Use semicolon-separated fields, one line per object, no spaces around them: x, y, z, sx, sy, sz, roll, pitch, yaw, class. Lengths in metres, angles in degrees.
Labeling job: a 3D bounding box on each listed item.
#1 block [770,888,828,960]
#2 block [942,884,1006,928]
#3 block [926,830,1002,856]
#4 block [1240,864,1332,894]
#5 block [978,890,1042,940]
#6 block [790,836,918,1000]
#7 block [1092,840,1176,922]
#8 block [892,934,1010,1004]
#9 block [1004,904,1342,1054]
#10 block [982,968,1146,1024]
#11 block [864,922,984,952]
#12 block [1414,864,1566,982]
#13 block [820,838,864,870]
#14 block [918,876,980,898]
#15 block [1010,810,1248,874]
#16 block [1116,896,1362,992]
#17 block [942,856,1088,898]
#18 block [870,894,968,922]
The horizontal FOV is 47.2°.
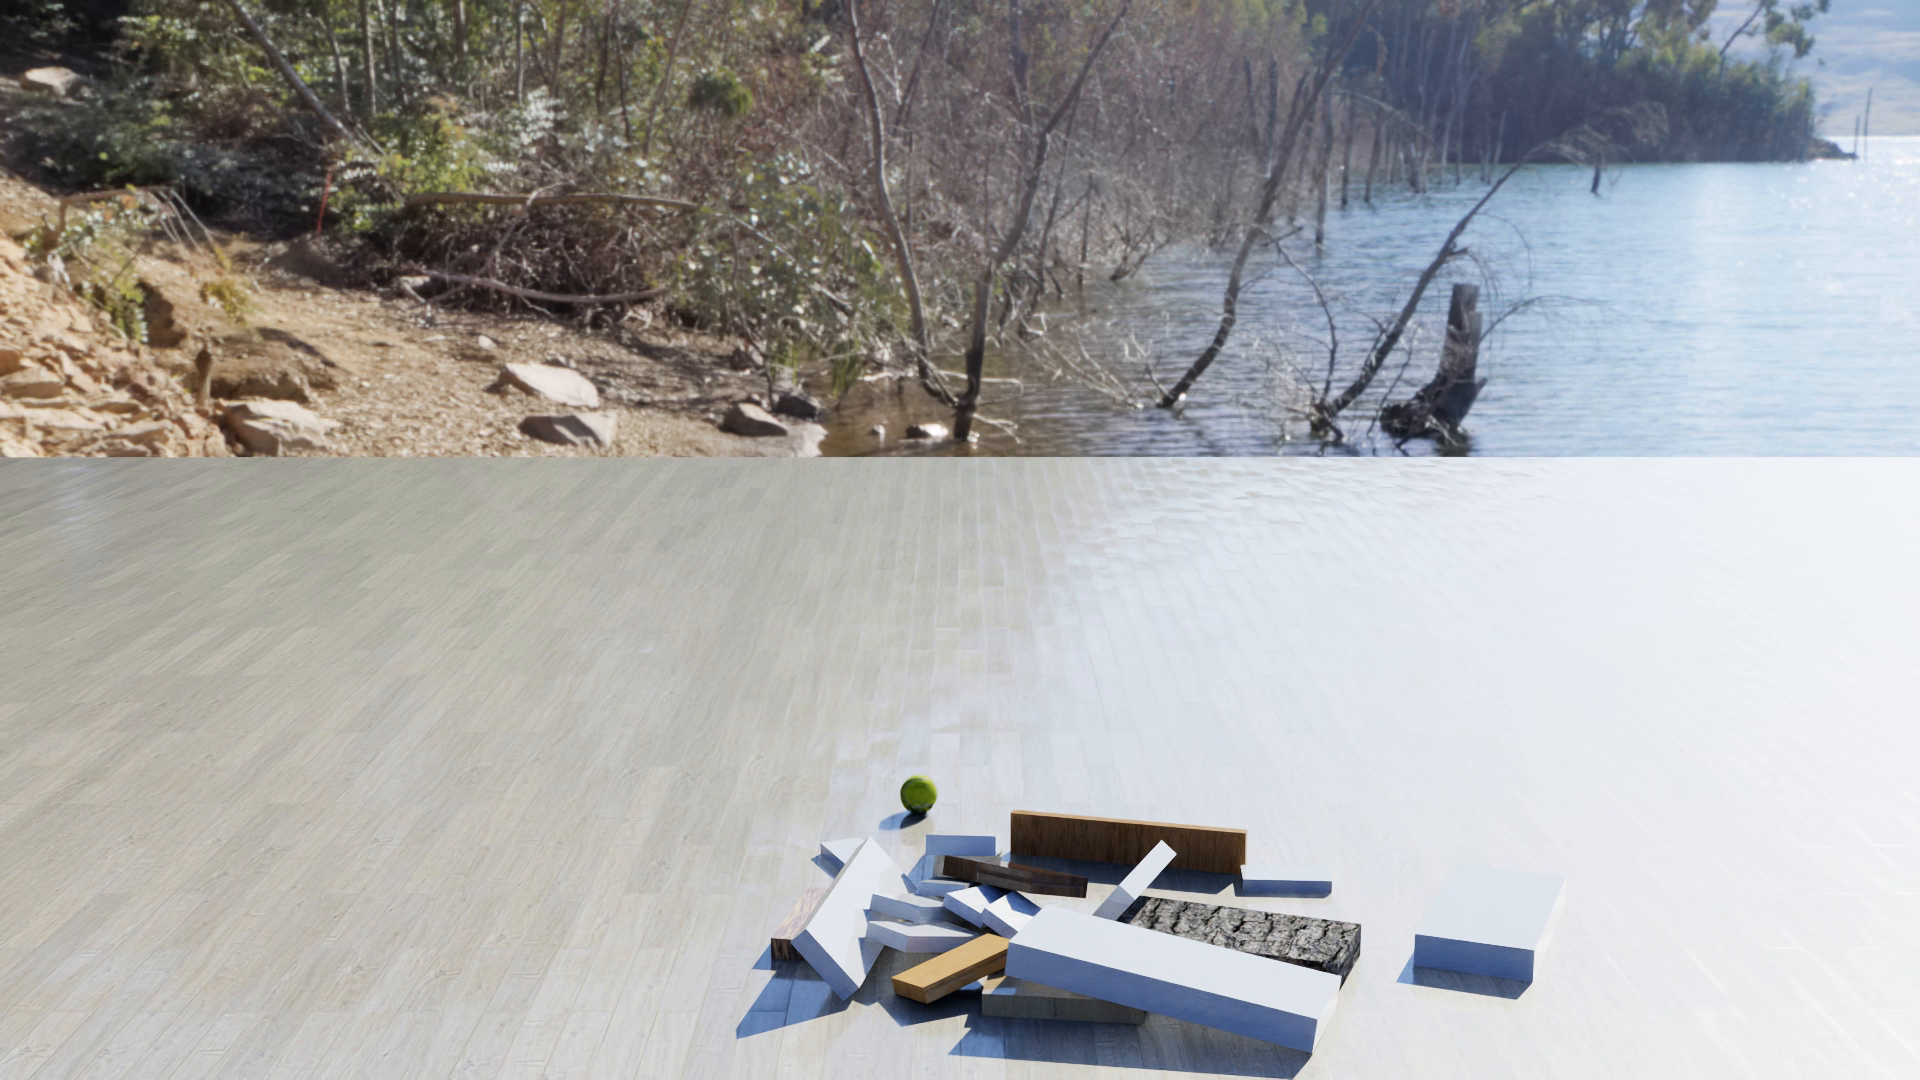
-0.212;0.608;3.481;0.117;0.033;0.233;2;11;10;block
0.039;0.582;3.502;0.076;0.021;0.151;27;9;25;block
0.009;0.520;3.776;0.117;0.033;0.234;1;-6;4;block
0.549;0.572;3.710;0.148;0.021;0.074;1;11;4;block
0.088;0.592;3.448;0.076;0.021;0.151;33;12;16;block
-0.159;0.581;3.421;0.033;0.117;0.436;-42;1;15;block
0.265;0.564;3.505;0.033;0.117;0.234;43;22;9;block
-0.003;0.632;3.251;0.177;0.025;0.089;-19;10;-31;block
0.307;0.628;3.170;0.451;0.050;0.178;11;12;18;block
0.155;0.660;3.202;0.233;0.033;0.117;1;11;8;block
-0.050;0.609;3.373;0.089;0.025;0.177;10;-1;44;block
0.842;0.600;3.477;0.178;0.050;0.356;4;11;22;block
-0.182;0.552;3.815;0.074;0.021;0.148;-5;11;-23;block
-0.016;0.570;3.607;0.076;0.021;0.151;3;-5;10;block
0.291;0.524;3.822;0.415;0.074;0.021;3;11;16;block
0.420;0.619;3.373;0.356;0.050;0.178;4;11;21;block
0.089;0.552;3.611;0.117;0.033;0.234;12;-7;-36;block
-0.061;0.582;3.481;0.089;0.025;0.177;10;-4;27;block
